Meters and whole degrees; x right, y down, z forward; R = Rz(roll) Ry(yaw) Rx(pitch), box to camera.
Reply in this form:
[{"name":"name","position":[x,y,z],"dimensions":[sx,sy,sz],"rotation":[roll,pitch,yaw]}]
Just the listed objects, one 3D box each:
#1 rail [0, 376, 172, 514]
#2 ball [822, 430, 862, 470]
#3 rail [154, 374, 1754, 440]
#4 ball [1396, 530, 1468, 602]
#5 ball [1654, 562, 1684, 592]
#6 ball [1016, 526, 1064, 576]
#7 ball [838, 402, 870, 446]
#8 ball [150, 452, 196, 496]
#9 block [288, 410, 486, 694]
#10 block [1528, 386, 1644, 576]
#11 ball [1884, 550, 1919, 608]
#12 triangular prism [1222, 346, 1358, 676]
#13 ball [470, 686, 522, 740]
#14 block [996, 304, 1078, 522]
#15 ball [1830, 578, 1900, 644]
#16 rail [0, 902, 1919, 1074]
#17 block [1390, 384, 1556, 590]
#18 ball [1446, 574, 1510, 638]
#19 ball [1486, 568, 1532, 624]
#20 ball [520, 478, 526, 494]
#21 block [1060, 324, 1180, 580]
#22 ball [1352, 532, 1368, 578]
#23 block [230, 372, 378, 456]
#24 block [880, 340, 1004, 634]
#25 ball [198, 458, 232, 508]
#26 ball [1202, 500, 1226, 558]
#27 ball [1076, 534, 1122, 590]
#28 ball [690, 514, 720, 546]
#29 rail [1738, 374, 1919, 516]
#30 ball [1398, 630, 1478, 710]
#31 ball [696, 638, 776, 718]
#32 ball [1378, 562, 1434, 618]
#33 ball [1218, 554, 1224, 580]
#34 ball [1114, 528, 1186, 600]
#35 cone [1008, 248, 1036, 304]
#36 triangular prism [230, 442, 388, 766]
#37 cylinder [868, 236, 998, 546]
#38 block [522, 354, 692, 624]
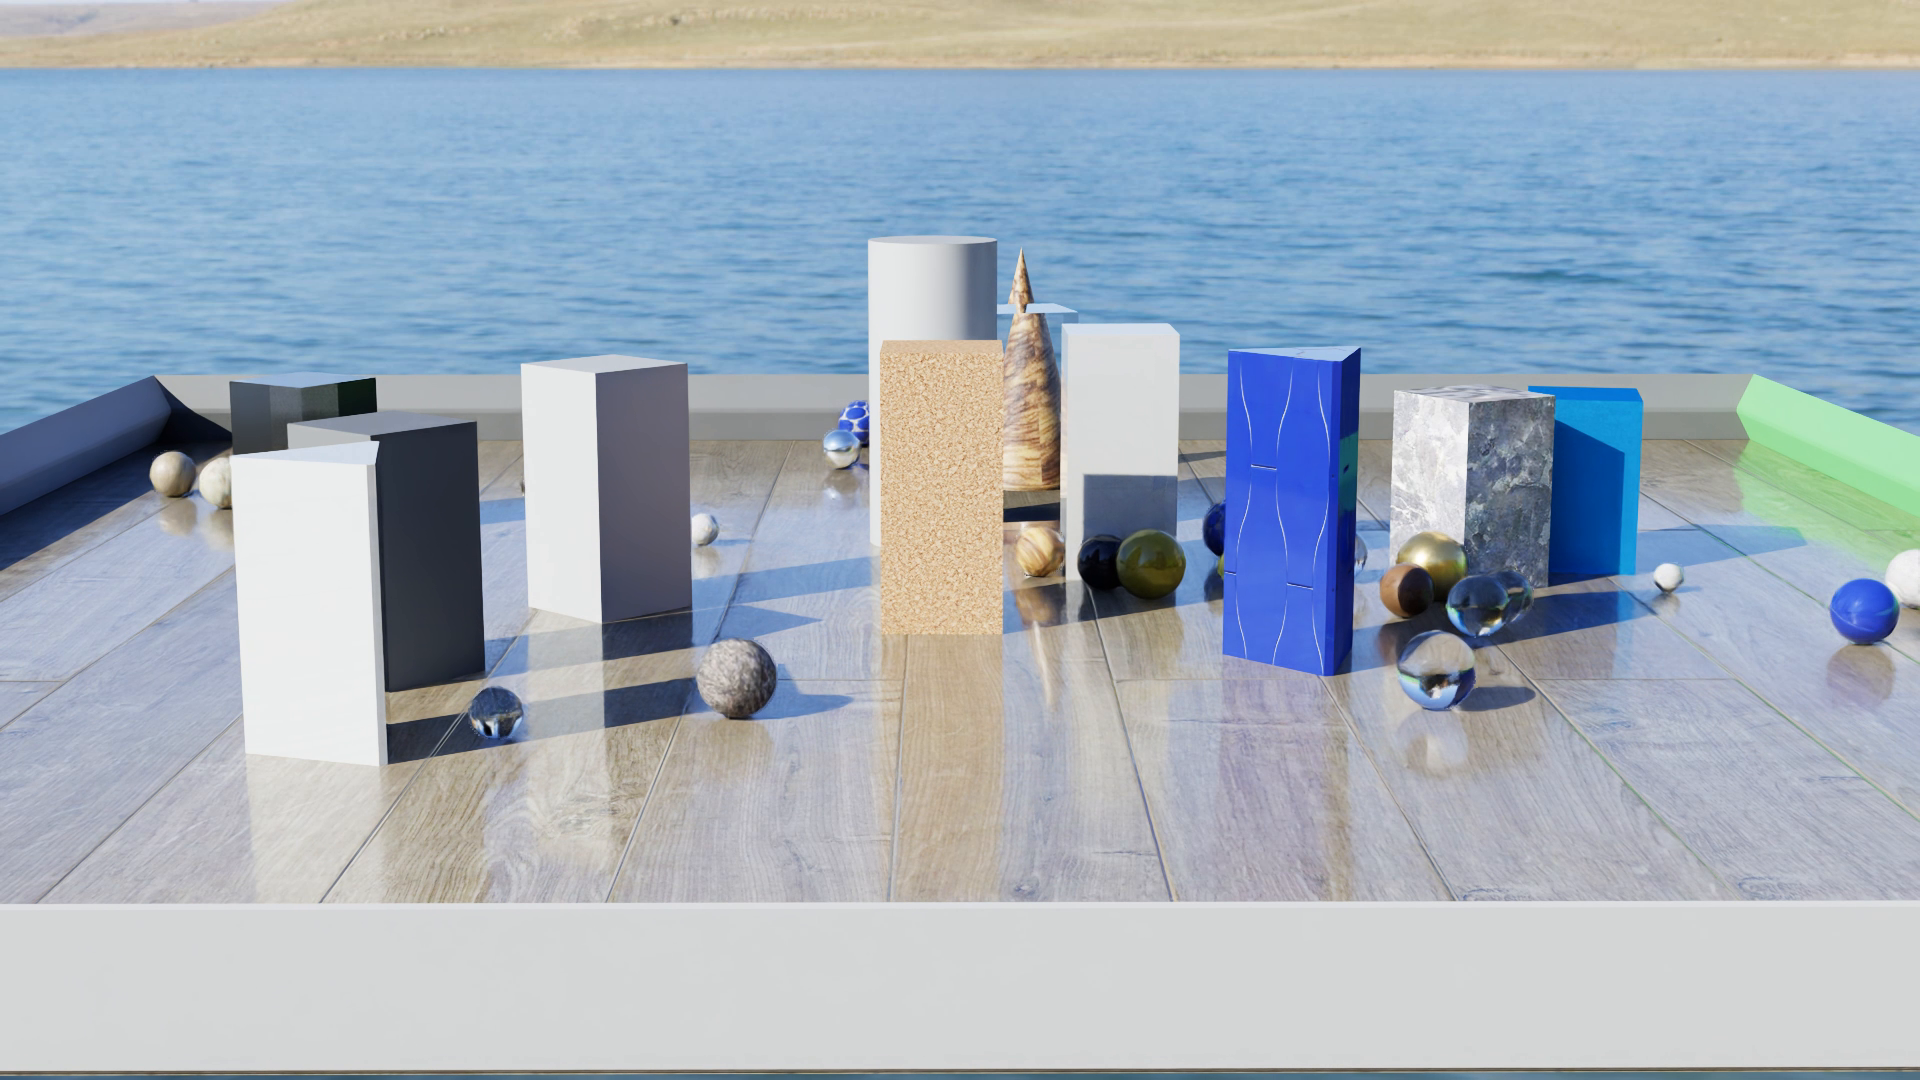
[{"name":"rail","position":[-1.544,0.034,3.440],"dimensions":[0.045,0.128,3.222],"rotation":[0,10,0]},{"name":"ball","position":[-0.216,-0.165,4.673],"dimensions":[0.073,0.073,0.073],"rotation":[0,10,0]},{"name":"rail","position":[-0.009,-0.256,5.010],"dimensions":[3.136,0.128,0.045],"rotation":[0,10,0]},{"name":"ball","position":[0.647,0.036,3.519],"dimensions":[0.098,0.098,0.098],"rotation":[0,10,0]},{"name":"ball","position":[0.991,0.052,3.586],"dimensions":[0.041,0.041,0.041],"rotation":[0,10,0]},{"name":"ball","position":[0.115,0.016,3.700],"dimensions":[0.072,0.072,0.072],"rotation":[0,10,0]},{"name":"ball","position":[-0.192,-0.224,4.952],"dimensions":[0.086,0.086,0.086],"rotation":[0,10,0]},{"name":"ball","position":[-1.343,-0.113,4.382],"dimensions":[0.077,0.077,0.077],"rotation":[0,10,0]},{"name":"block","position":[-0.689,0.010,3.087],"dimensions":[0.157,0.306,0.157],"rotation":[9,14,39]},{"name":"block","position":[0.913,-0.090,3.775],"dimensions":[0.157,0.253,0.157],"rotation":[2,11,11]},{"name":"ball","position":[1.298,0.052,3.483],"dimensions":[0.079,0.079,0.079],"rotation":[0,10,0]},{"name":"triangular prism","position":[0.441,-0.044,3.171],"dimensions":[0.147,0.382,0.170],"rotation":[-10,14,-42]},{"name":"ball","position":[-0.507,0.189,2.805],"dimensions":[0.058,0.058,0.058],"rotation":[0,10,0]},{"name":"block","position":[0.096,-0.209,4.188],"dimensions":[0.157,0.337,0.157],"rotation":[-2,11,-12]},{"name":"ball","position":[1.151,0.090,3.264],"dimensions":[0.084,0.084,0.084],"rotation":[0,10,0]},{"name":"rail","position":[0.009,0.322,1.888],"dimensions":[3.136,0.128,0.045],"rotation":[0,10,0]},{"name":"block","position":[0.722,-0.072,3.626],"dimensions":[0.157,0.272,0.157],"rotation":[-6,12,-29]},{"name":"ball","position":[0.667,0.085,3.304],"dimensions":[0.080,0.080,0.080],"rotation":[0,10,0]},{"name":"ball","position":[0.717,0.074,3.384],"dimensions":[0.072,0.072,0.072],"rotation":[0,10,0]},{"name":"ball","position":[-0.727,-0.094,4.370],"dimensions":[0.044,0.044,0.044],"rotation":[0,10,0]},{"name":"block","position":[0.229,-0.131,3.722],"dimensions":[0.157,0.352,0.157],"rotation":[0,11,-1]},{"name":"ball","position":[0.541,0.021,3.657],"dimensions":[0.078,0.078,0.078],"rotation":[0,10,0]},{"name":"block","position":[-1.027,-0.132,4.032],"dimensions":[0.157,0.242,0.157],"rotation":[7,12,32]},{"name":"block","position":[-0.023,-0.072,3.367],"dimensions":[0.157,0.365,0.157],"rotation":[0,10,0]},{"name":"ball","position":[-1.224,-0.095,4.268],"dimensions":[0.083,0.083,0.083],"rotation":[0,10,0]},{"name":"ball","position":[0.407,-0.015,3.805],"dimensions":[0.094,0.094,0.094],"rotation":[0,10,0]},{"name":"ball","position":[0.203,0.031,3.599],"dimensions":[0.079,0.079,0.079],"rotation":[0,10,0]},{"name":"ball","position":[-0.394,-0.016,3.934],"dimensions":[0.049,0.049,0.049],"rotation":[0,10,0]},{"name":"rail","position":[1.544,0.031,3.458],"dimensions":[0.045,0.128,3.222],"rotation":[0,10,0]},{"name":"ball","position":[0.546,0.148,2.933],"dimensions":[0.091,0.091,0.091],"rotation":[0,10,0]},{"name":"ball","position":[-0.253,0.155,2.898],"dimensions":[0.090,0.090,0.090],"rotation":[0,10,0]},{"name":"ball","position":[0.596,0.066,3.422],"dimensions":[0.073,0.073,0.073],"rotation":[0,10,0]},{"name":"ball","position":[0.391,0.038,3.639],"dimensions":[0.051,0.051,0.051],"rotation":[0,10,0]},{"name":"ball","position":[0.261,0.033,3.532],"dimensions":[0.098,0.098,0.098],"rotation":[0,10,0]},{"name":"cone","position":[0.109,-0.316,4.557],"dimensions":[0.197,0.411,0.197],"rotation":[0,10,0]},{"name":"triangular prism","position":[-0.663,0.062,2.767],"dimensions":[0.170,0.321,0.147],"rotation":[4,11,19]},{"name":"cylinder","position":[-0.042,-0.228,3.939],"dimensions":[0.197,0.464,0.197],"rotation":[0,10,0]},{"name":"block","position":[-0.476,-0.073,3.467],"dimensions":[0.157,0.332,0.157],"rotation":[10,14,43]}]
